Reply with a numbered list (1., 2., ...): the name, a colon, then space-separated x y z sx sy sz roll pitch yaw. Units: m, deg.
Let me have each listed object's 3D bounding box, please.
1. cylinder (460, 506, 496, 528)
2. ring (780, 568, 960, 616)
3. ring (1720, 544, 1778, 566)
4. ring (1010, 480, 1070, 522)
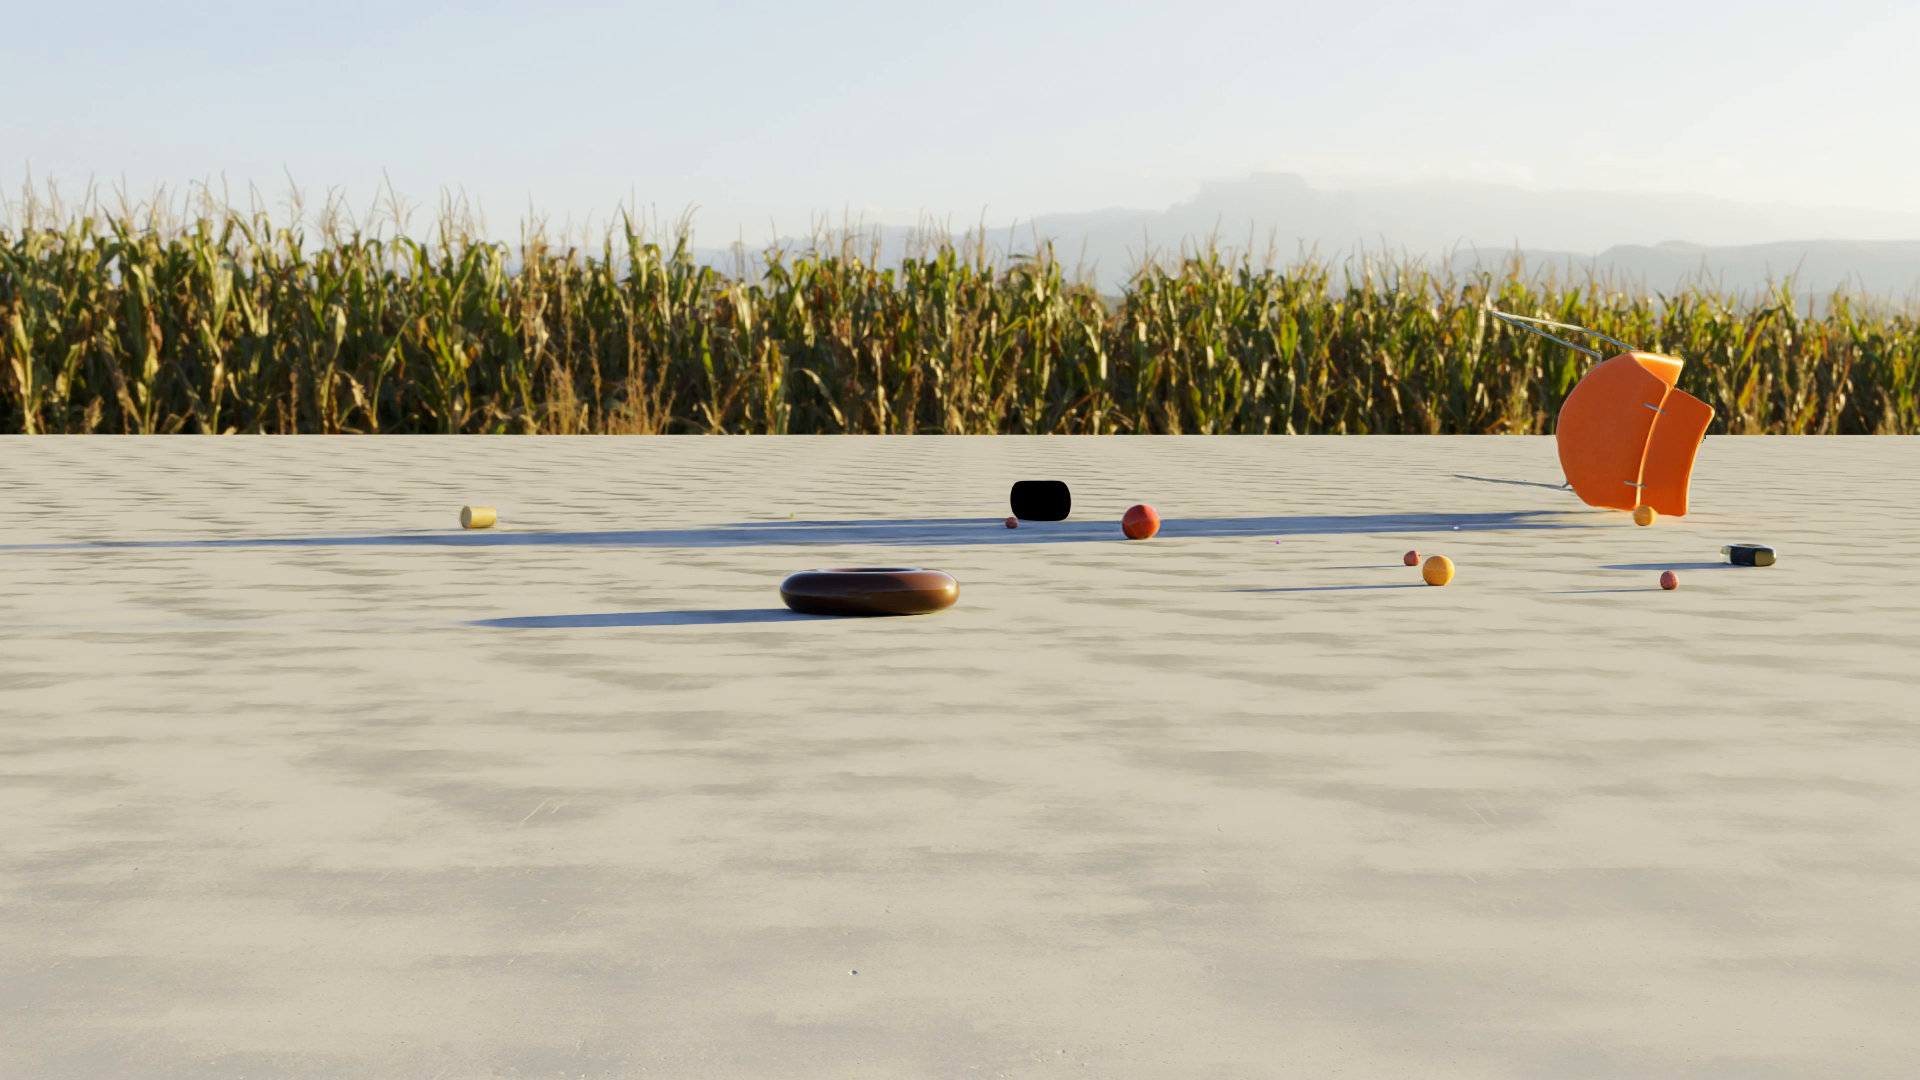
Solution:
1. cylinder: -1.556 -0.074 7.106 0.087 0.067 0.084 -3 -23 -39
2. ring: -0.182 0.103 4.435 0.368 0.086 0.234 0 3 6
3. ring: 2.021 0.038 5.638 0.110 0.050 0.184 -2 5 -16
4. ring: 0.276 -0.136 7.567 0.139 0.134 0.310 -6 5 -32
